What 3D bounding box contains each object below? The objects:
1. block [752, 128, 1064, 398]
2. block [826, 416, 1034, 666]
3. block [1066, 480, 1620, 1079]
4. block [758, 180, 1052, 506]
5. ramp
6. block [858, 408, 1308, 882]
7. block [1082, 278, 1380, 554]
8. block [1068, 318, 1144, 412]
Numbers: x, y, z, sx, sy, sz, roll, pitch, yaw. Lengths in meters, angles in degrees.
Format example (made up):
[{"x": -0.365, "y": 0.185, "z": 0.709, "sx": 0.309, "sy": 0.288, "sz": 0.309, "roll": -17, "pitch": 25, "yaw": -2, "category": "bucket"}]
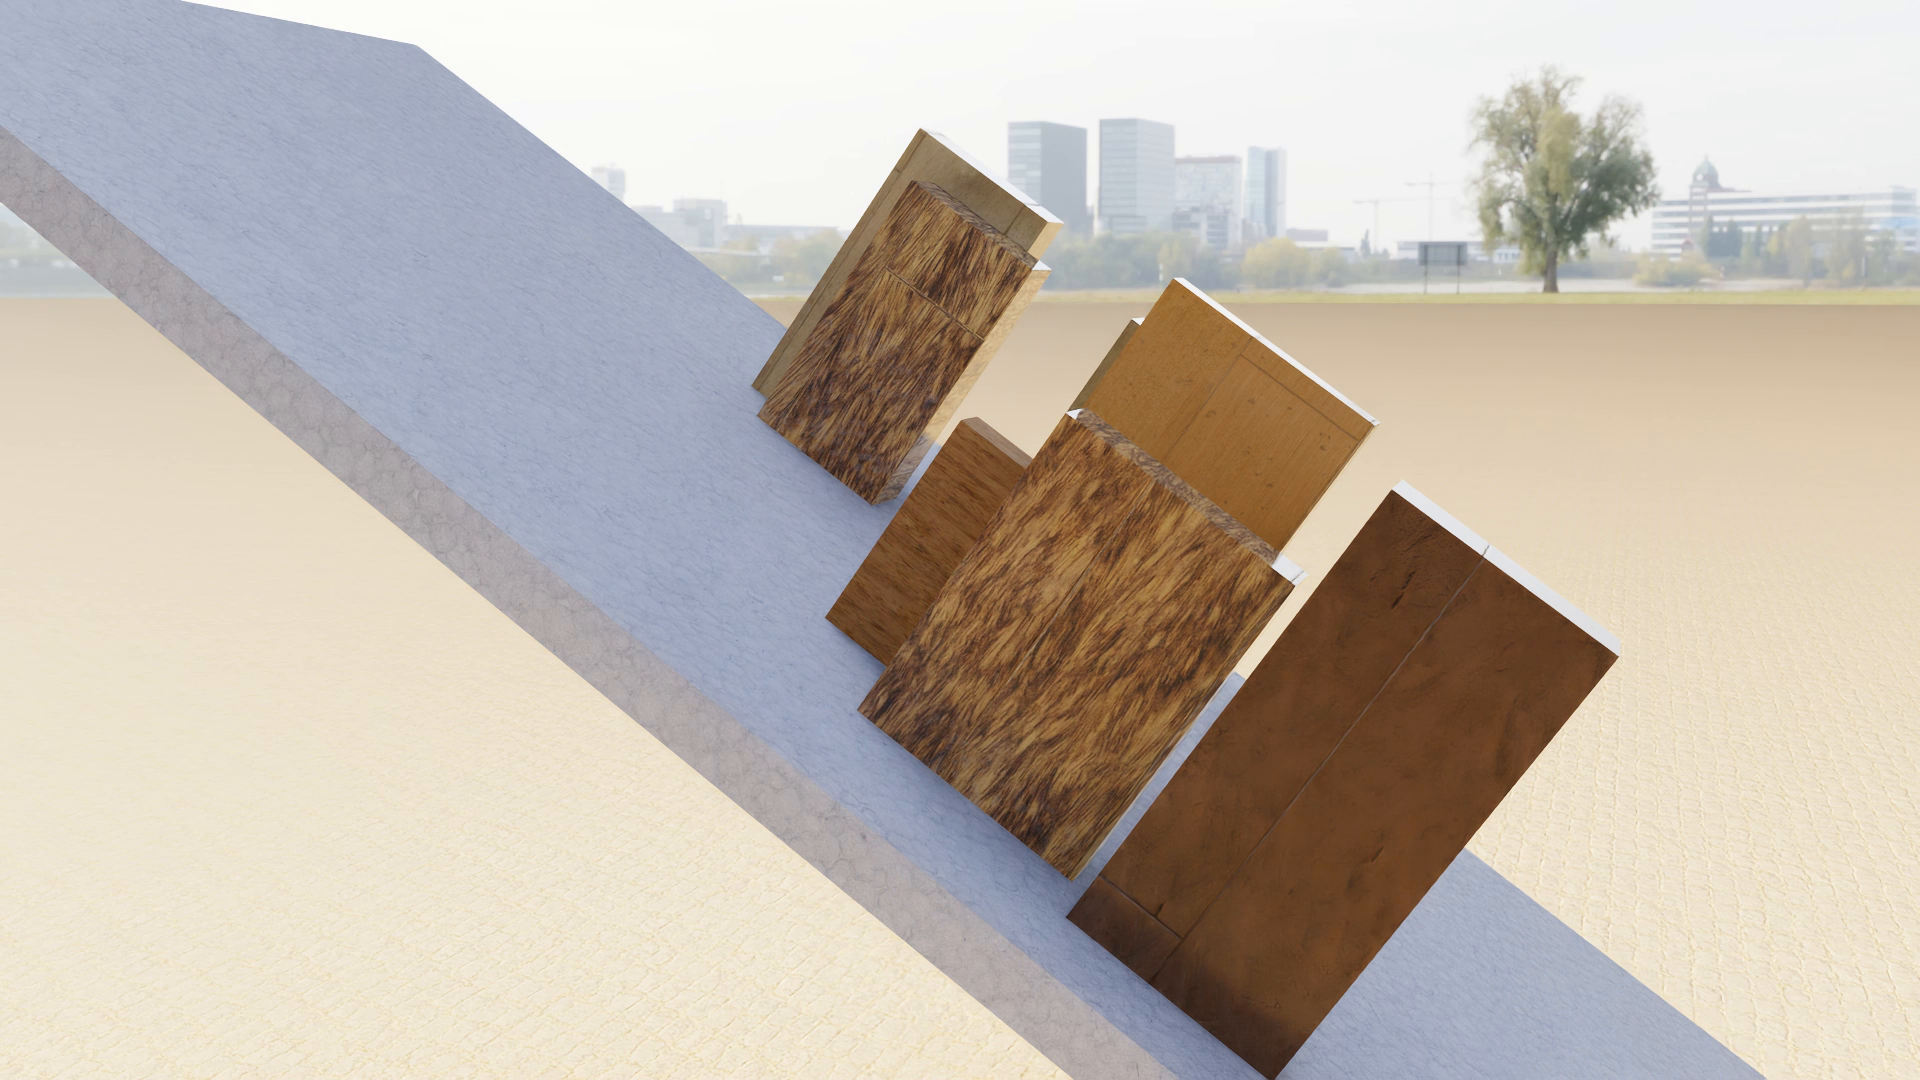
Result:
[{"x": -0.111, "y": -0.482, "z": 4.520, "sx": 0.327, "sy": 0.640, "sz": 0.128, "roll": 38, "pitch": 16, "yaw": 10, "category": "block"}, {"x": 0.068, "y": 0.091, "z": 3.622, "sx": 0.426, "sy": 0.410, "sz": 0.094, "roll": 38, "pitch": 16, "yaw": 10, "category": "block"}, {"x": 0.539, "y": 0.345, "z": 3.141, "sx": 0.374, "sy": 0.786, "sz": 0.144, "roll": 38, "pitch": 16, "yaw": 10, "category": "block"}, {"x": -0.113, "y": -0.391, "z": 4.381, "sx": 0.300, "sy": 0.568, "sz": 0.147, "roll": 38, "pitch": 16, "yaw": 10, "category": "block"}, {"x": -0.084, "y": 0.154, "z": 4.079, "sx": 4.000, "sy": 0.100, "sz": 2.000, "roll": 38, "pitch": 16, "yaw": 10, "category": "ramp"}, {"x": 0.182, "y": 0.158, "z": 3.356, "sx": 0.423, "sy": 0.573, "sz": 0.129, "roll": 38, "pitch": 16, "yaw": 10, "category": "block"}, {"x": 0.333, "y": -0.025, "z": 3.865, "sx": 0.426, "sy": 0.758, "sz": 0.081, "roll": 38, "pitch": 16, "yaw": 10, "category": "block"}, {"x": 0.377, "y": -0.140, "z": 4.702, "sx": 0.387, "sy": 0.542, "sz": 0.108, "roll": 38, "pitch": 16, "yaw": 10, "category": "block"}]
